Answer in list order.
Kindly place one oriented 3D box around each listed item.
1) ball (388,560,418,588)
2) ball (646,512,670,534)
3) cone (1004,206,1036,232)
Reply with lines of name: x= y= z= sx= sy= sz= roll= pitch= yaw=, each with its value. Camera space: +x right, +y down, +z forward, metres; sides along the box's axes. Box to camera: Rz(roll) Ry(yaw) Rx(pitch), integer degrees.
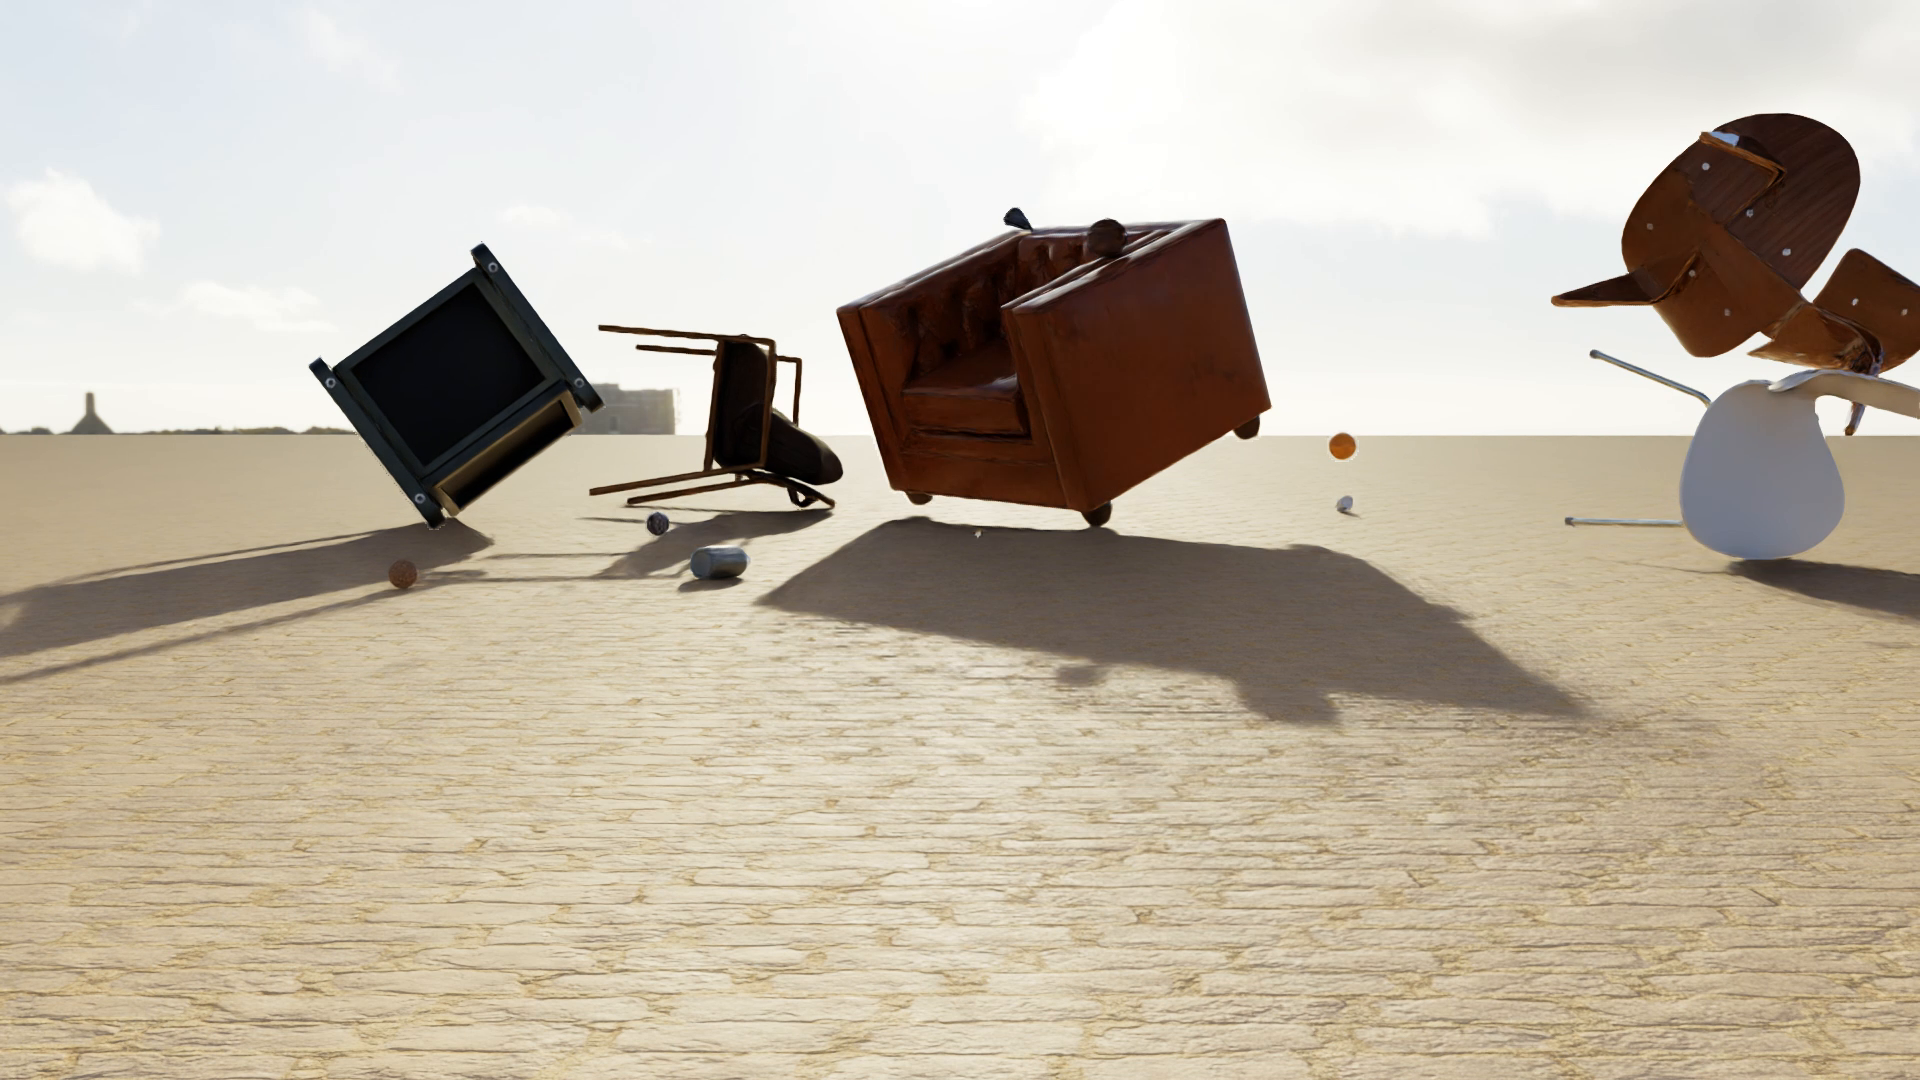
ball: x=-1.255 y=0.077 z=4.952 sx=0.065 sy=0.065 sz=0.065 roll=0 pitch=4 yaw=0
ball: x=-0.896 y=-0.049 z=6.526 sx=0.067 sy=0.067 sz=0.067 roll=0 pitch=4 yaw=0
cone: x=0.234 y=-1.154 z=8.027 sx=0.082 sy=0.075 sz=0.140 roll=-27 pitch=45 yaw=-24
